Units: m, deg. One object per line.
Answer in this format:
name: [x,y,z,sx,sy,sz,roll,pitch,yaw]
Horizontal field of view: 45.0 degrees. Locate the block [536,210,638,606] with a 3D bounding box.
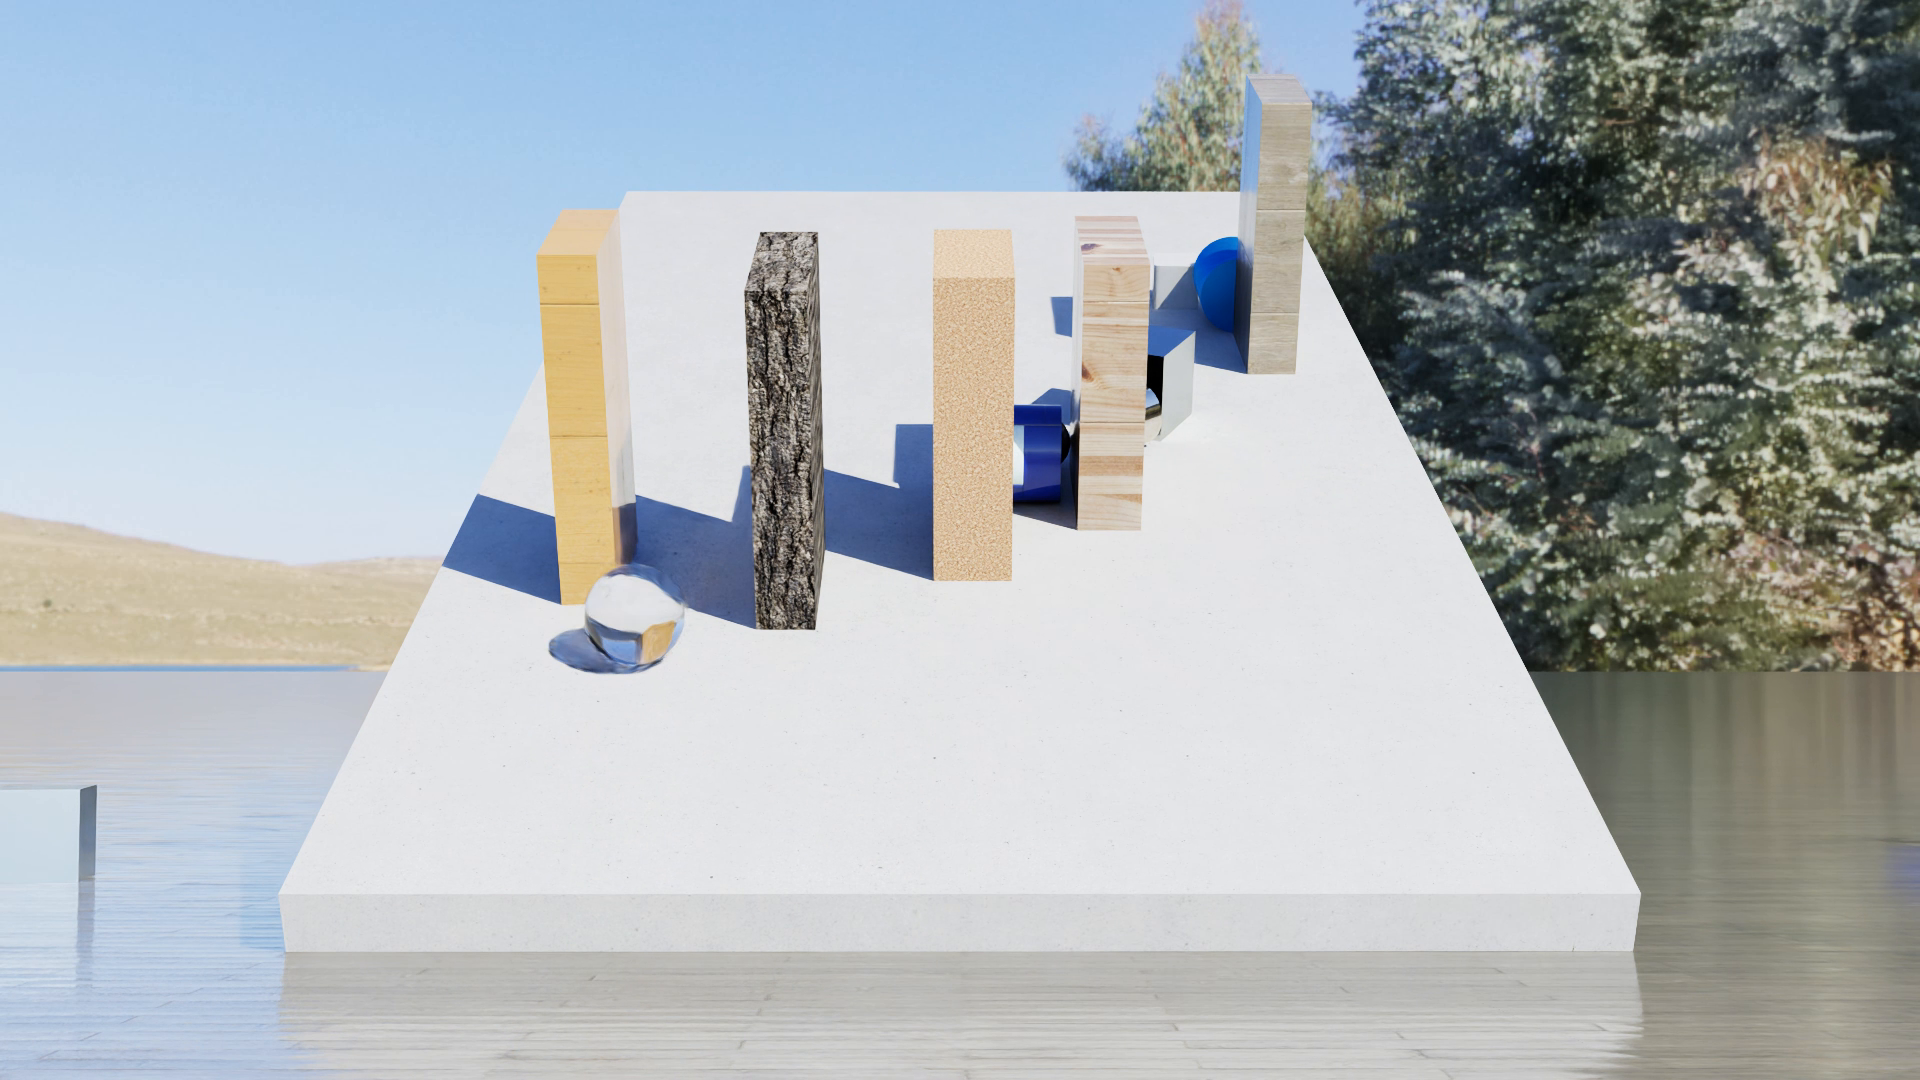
block: [-0.690,-0.248,4.322,0.105,0.676,0.301,0,23,0]

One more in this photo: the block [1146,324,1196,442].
block: [0.396,-0.359,5.191,0.197,0.197,0.197,11,26,23]

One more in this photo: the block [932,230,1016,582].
block: [0.024,-0.261,4.449,0.149,0.602,0.319,0,23,0]

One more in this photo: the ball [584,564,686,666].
ball: [-0.572,0.131,4.071,0.178,0.178,0.178,0,-3,0]

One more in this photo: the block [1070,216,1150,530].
block: [0.300,-0.342,4.701,0.127,0.553,0.351,0,23,0]

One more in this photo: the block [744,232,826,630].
block: [-0.317,-0.205,4.266,0.108,0.643,0.372,0,23,0]

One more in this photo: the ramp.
ramp: [-0.008,-0.226,5.255,2.000,0.100,4.000,0,23,0]

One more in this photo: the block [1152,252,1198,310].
block: [0.560,-0.673,6.022,0.116,0.116,0.116,1,23,3]

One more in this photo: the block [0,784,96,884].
block: [-1.829,0.583,4.603,0.182,0.182,0.182,1,-3,-11]

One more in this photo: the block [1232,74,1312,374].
block: [0.743,-0.756,5.538,0.114,0.652,0.314,0,23,0]

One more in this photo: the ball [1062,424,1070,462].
ball: [0.172,-0.207,4.926,0.126,0.126,0.126,0,-3,0]

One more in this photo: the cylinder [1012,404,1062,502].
cylinder: [0.106,-0.179,4.767,0.201,0.201,0.201,1,-3,2]

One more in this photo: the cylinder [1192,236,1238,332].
cylinder: [0.696,-0.647,5.862,0.195,0.195,0.195,0,23,-1]

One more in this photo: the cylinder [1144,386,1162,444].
cylinder: [0.340,-0.262,5.035,0.141,0.141,0.141,-22,12,-40]
